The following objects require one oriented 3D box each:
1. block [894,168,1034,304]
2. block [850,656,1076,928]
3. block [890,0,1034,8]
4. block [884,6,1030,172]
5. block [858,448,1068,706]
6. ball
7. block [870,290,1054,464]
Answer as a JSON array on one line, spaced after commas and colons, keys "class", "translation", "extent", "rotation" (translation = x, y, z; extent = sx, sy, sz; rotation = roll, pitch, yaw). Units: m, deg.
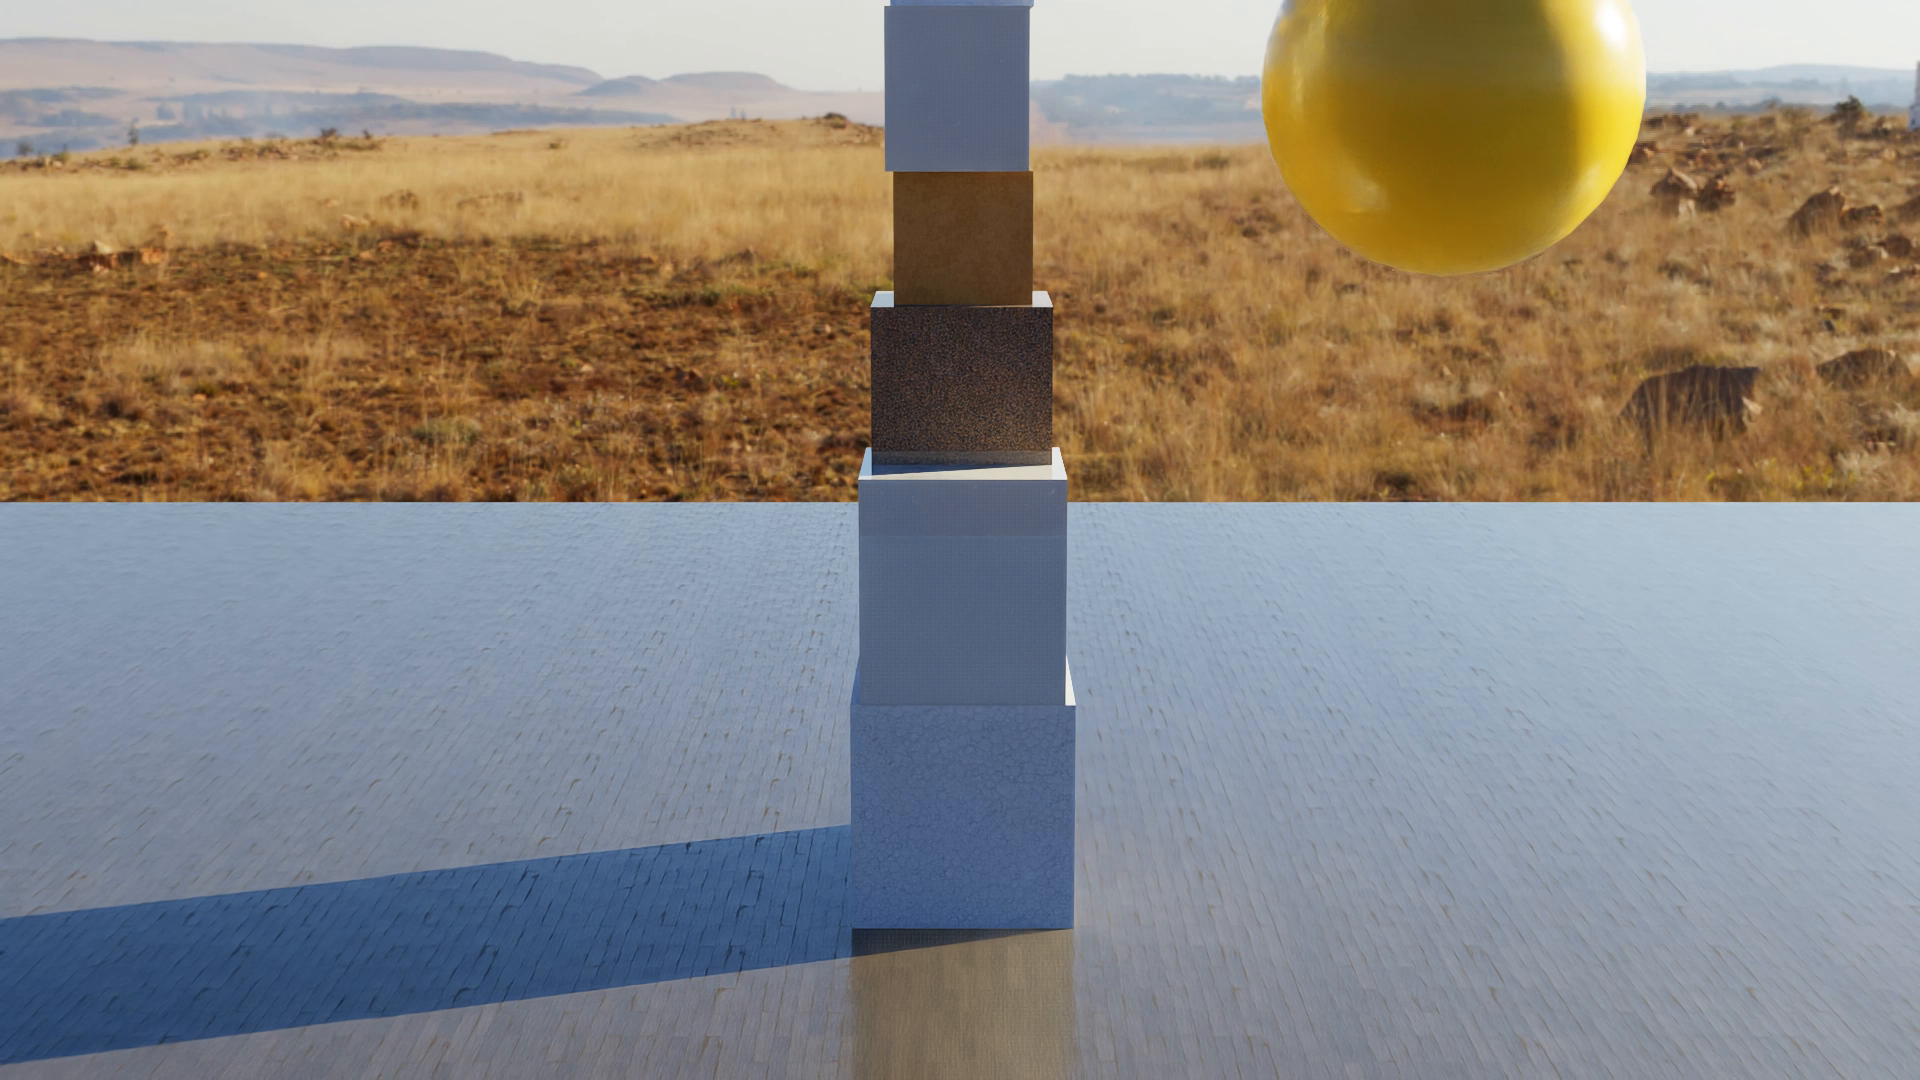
[{"class": "block", "translation": [0.013, -1.306, 10.943], "extent": [0.580, 0.553, 0.573], "rotation": [0, 10, 0]}, {"class": "block", "translation": [0.012, 1.067, 11.029], "extent": [0.924, 0.955, 0.893], "rotation": [0, 10, 0]}, {"class": "block", "translation": [0.008, -2.491, 10.727], "extent": [0.587, 0.521, 0.616], "rotation": [0, 10, 0]}, {"class": "block", "translation": [-0.012, -1.906, 10.834], "extent": [0.593, 0.668, 0.691], "rotation": [0, 10, 0]}, {"class": "block", "translation": [0.012, 0.136, 10.862], "extent": [0.843, 0.935, 0.896], "rotation": [0, 10, 0]}, {"class": "ball", "translation": [2.074, -1.917, 10.832], "extent": [1.600, 1.600, 1.600], "rotation": [0, 10, 0]}, {"class": "block", "translation": [0.008, -0.709, 11.051], "extent": [0.755, 0.660, 0.794], "rotation": [0, 10, 0]}]
